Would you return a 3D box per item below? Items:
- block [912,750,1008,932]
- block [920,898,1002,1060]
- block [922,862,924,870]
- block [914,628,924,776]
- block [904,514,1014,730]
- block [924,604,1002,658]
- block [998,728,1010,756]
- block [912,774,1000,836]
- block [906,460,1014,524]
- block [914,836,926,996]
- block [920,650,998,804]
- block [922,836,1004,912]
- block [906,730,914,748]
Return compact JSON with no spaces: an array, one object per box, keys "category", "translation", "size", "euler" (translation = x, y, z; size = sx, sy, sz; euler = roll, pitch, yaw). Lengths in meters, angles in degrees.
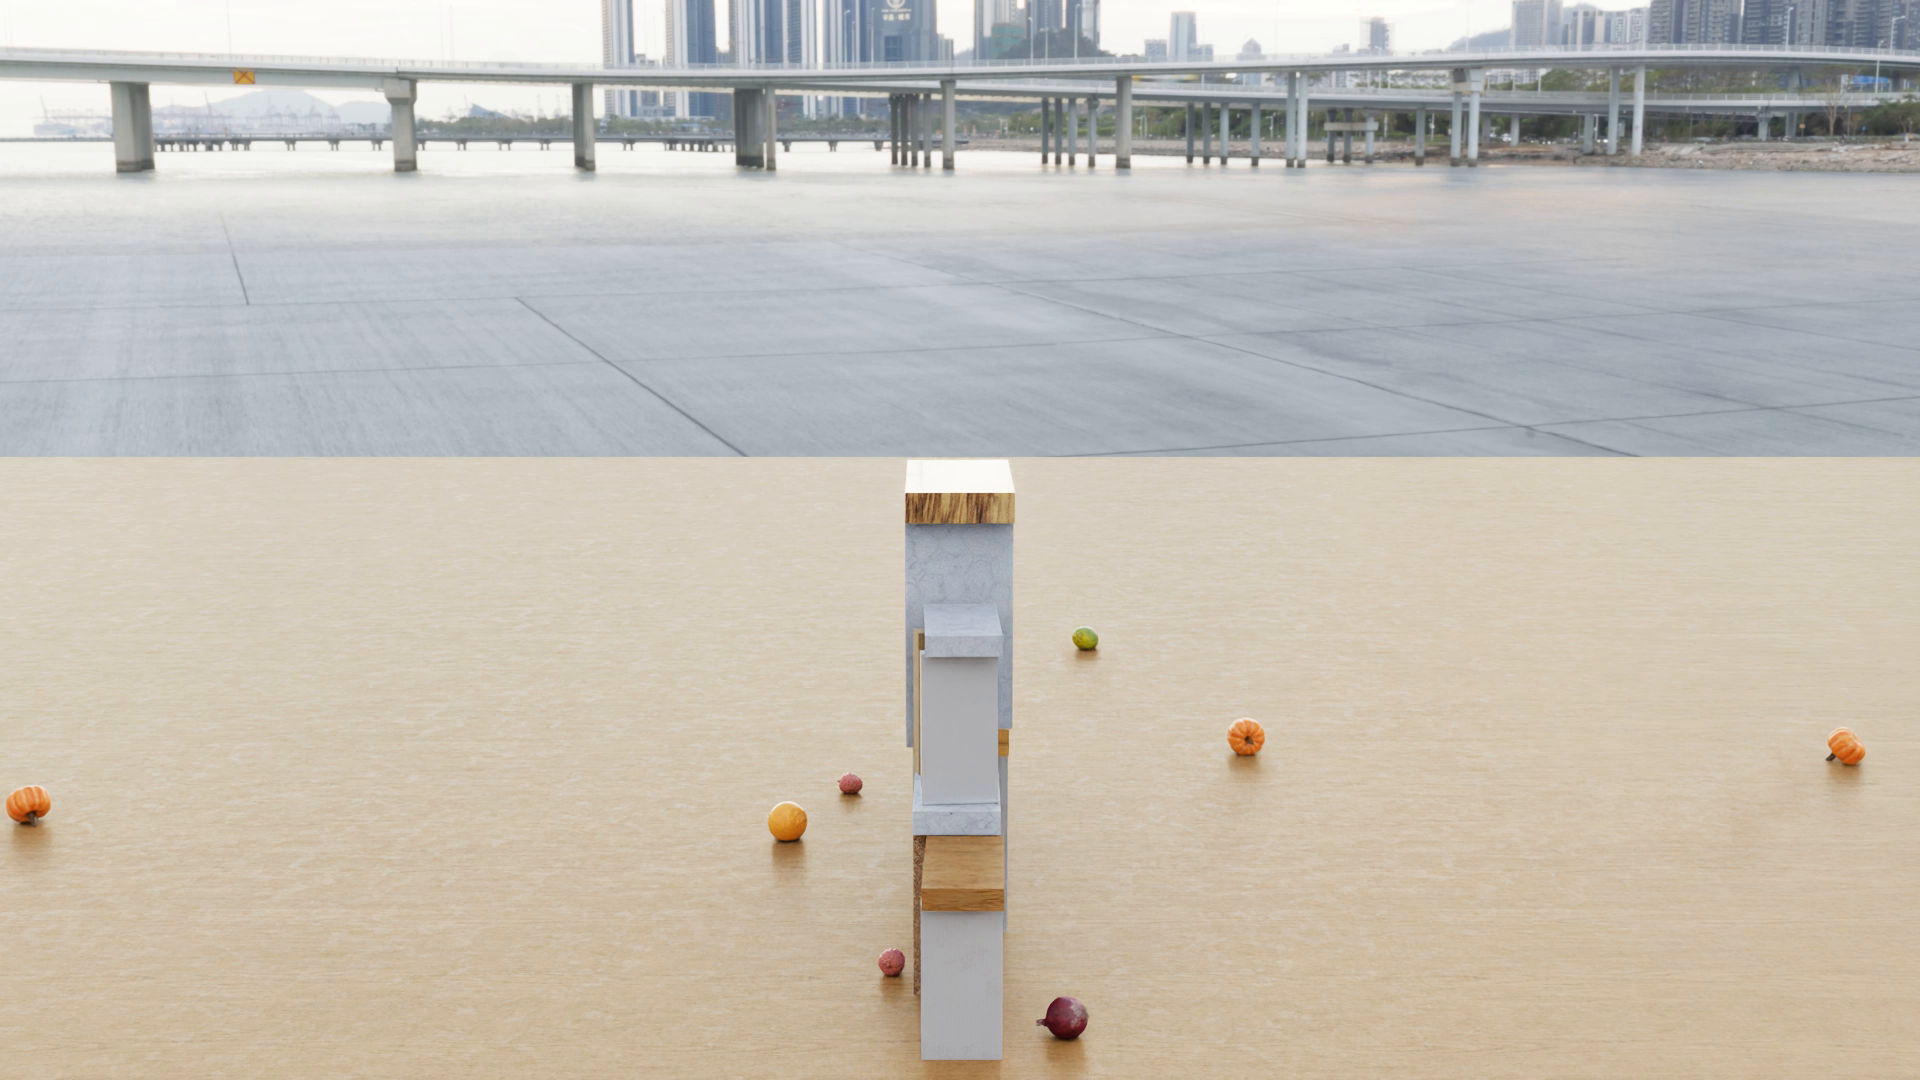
[{"category":"block","translation":[0.001,0.472,3.489],"size":[0.148,0.297,0.042],"euler":[0,11,0]},{"category":"block","translation":[0.002,0.600,3.006],"size":[0.111,0.222,0.031],"euler":[0,11,0]},{"category":"block","translation":[0.002,0.573,3.153],"size":[0.111,0.222,0.031],"euler":[0,10,0]},{"category":"block","translation":[-0.013,0.243,3.344],"size":[0.111,0.221,0.031],"euler":[-3,11,-15]},{"category":"block","translation":[-0.002,0.127,3.401],"size":[0.165,0.330,0.047],"euler":[0,11,-2]},{"category":"block","translation":[0.003,0.132,3.245],"size":[0.111,0.031,0.221],"euler":[0,10,-1]},{"category":"block","translation":[0.002,0.288,3.555],"size":[0.148,0.042,0.297],"euler":[0,11,0]},{"category":"block","translation":[-0.005,0.384,3.288],"size":[0.127,0.036,0.254],"euler":[0,11,0]},{"category":"block","translation":[-0.002,-0.079,3.474],"size":[0.165,0.047,0.330],"euler":[0,11,-1]},{"category":"block","translation":[-0.005,0.542,3.231],"size":[0.127,0.254,0.036],"euler":[0,10,0]},{"category":"block","translation":[-0.001,0.271,3.191],"size":[0.111,0.221,0.031],"euler":[-1,7,-5]},{"category":"block","translation":[0.006,0.462,3.055],"size":[0.111,0.031,0.222],"euler":[0,11,1]},{"category":"block","translation":[-0.004,0.177,3.753],"size":[0.176,0.353,0.050],"euler":[0,11,0]}]
